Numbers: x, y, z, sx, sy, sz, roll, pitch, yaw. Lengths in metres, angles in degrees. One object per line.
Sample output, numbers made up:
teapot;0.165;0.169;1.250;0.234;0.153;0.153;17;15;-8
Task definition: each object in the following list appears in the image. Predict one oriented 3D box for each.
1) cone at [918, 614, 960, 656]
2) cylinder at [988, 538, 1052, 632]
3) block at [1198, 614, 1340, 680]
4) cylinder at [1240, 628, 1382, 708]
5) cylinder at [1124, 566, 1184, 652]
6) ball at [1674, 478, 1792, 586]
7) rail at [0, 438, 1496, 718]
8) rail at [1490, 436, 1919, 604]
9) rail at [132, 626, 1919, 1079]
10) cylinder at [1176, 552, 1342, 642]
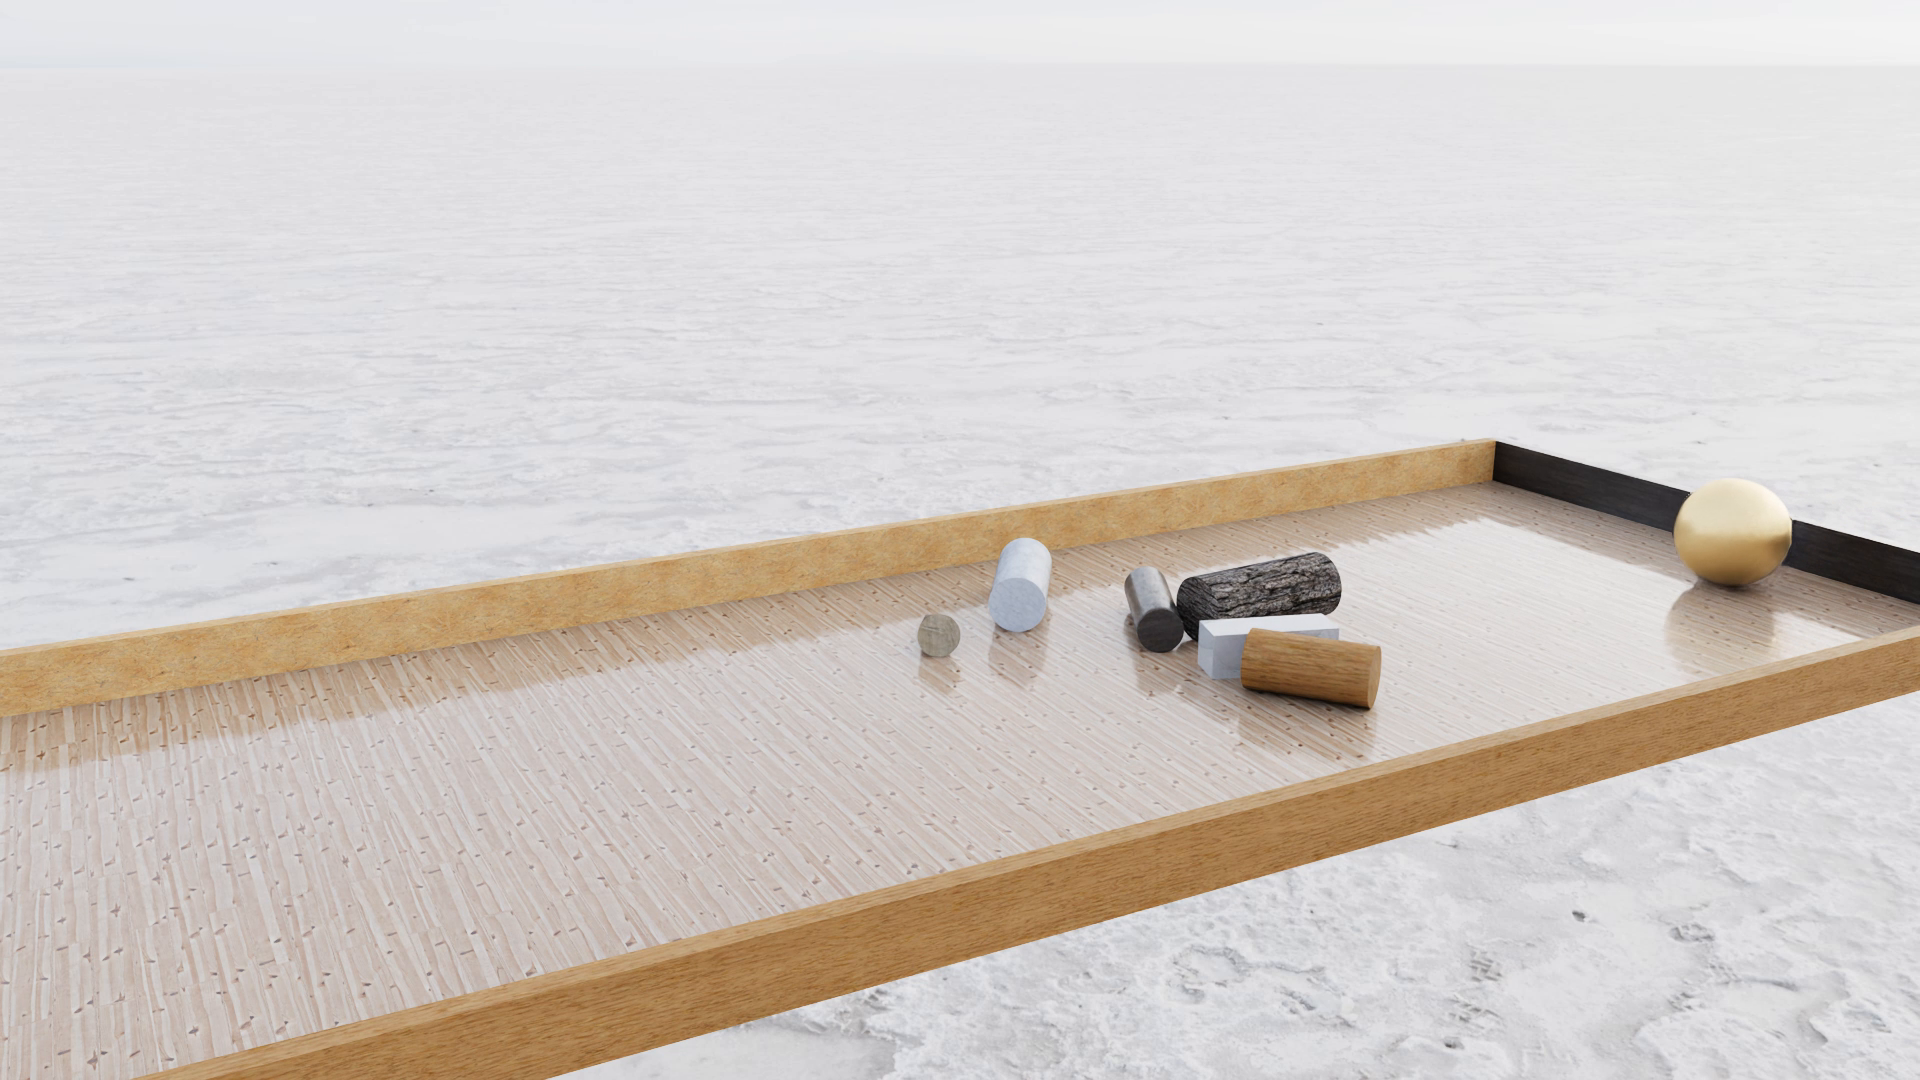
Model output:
cone;-0.076;0.230;4.472;0.113;0.113;0.336;-2;7;-7
cylinder;0.174;0.122;4.663;0.156;0.156;0.384;2;16;5
block;0.788;0.271;4.225;0.332;0.117;0.117;-3;17;-10
cylinder;0.858;0.311;4.028;0.309;0.152;0.152;8;18;24
cylinder;0.527;0.186;4.506;0.122;0.122;0.376;0;16;0
ball;2.282;-0.023;4.871;0.316;0.316;0.316;0;16;0
rail;-3.305;0.497;3.399;12.000;0.150;0.050;-9;18;-27
rail;2.466;-0.048;5.253;0.050;0.150;2.100;-9;18;-27
rail;-2.336;1.006;1.665;12.000;0.150;0.050;-9;18;-27
cylinder;0.819;0.154;4.510;0.436;0.180;0.180;-10;19;-30
